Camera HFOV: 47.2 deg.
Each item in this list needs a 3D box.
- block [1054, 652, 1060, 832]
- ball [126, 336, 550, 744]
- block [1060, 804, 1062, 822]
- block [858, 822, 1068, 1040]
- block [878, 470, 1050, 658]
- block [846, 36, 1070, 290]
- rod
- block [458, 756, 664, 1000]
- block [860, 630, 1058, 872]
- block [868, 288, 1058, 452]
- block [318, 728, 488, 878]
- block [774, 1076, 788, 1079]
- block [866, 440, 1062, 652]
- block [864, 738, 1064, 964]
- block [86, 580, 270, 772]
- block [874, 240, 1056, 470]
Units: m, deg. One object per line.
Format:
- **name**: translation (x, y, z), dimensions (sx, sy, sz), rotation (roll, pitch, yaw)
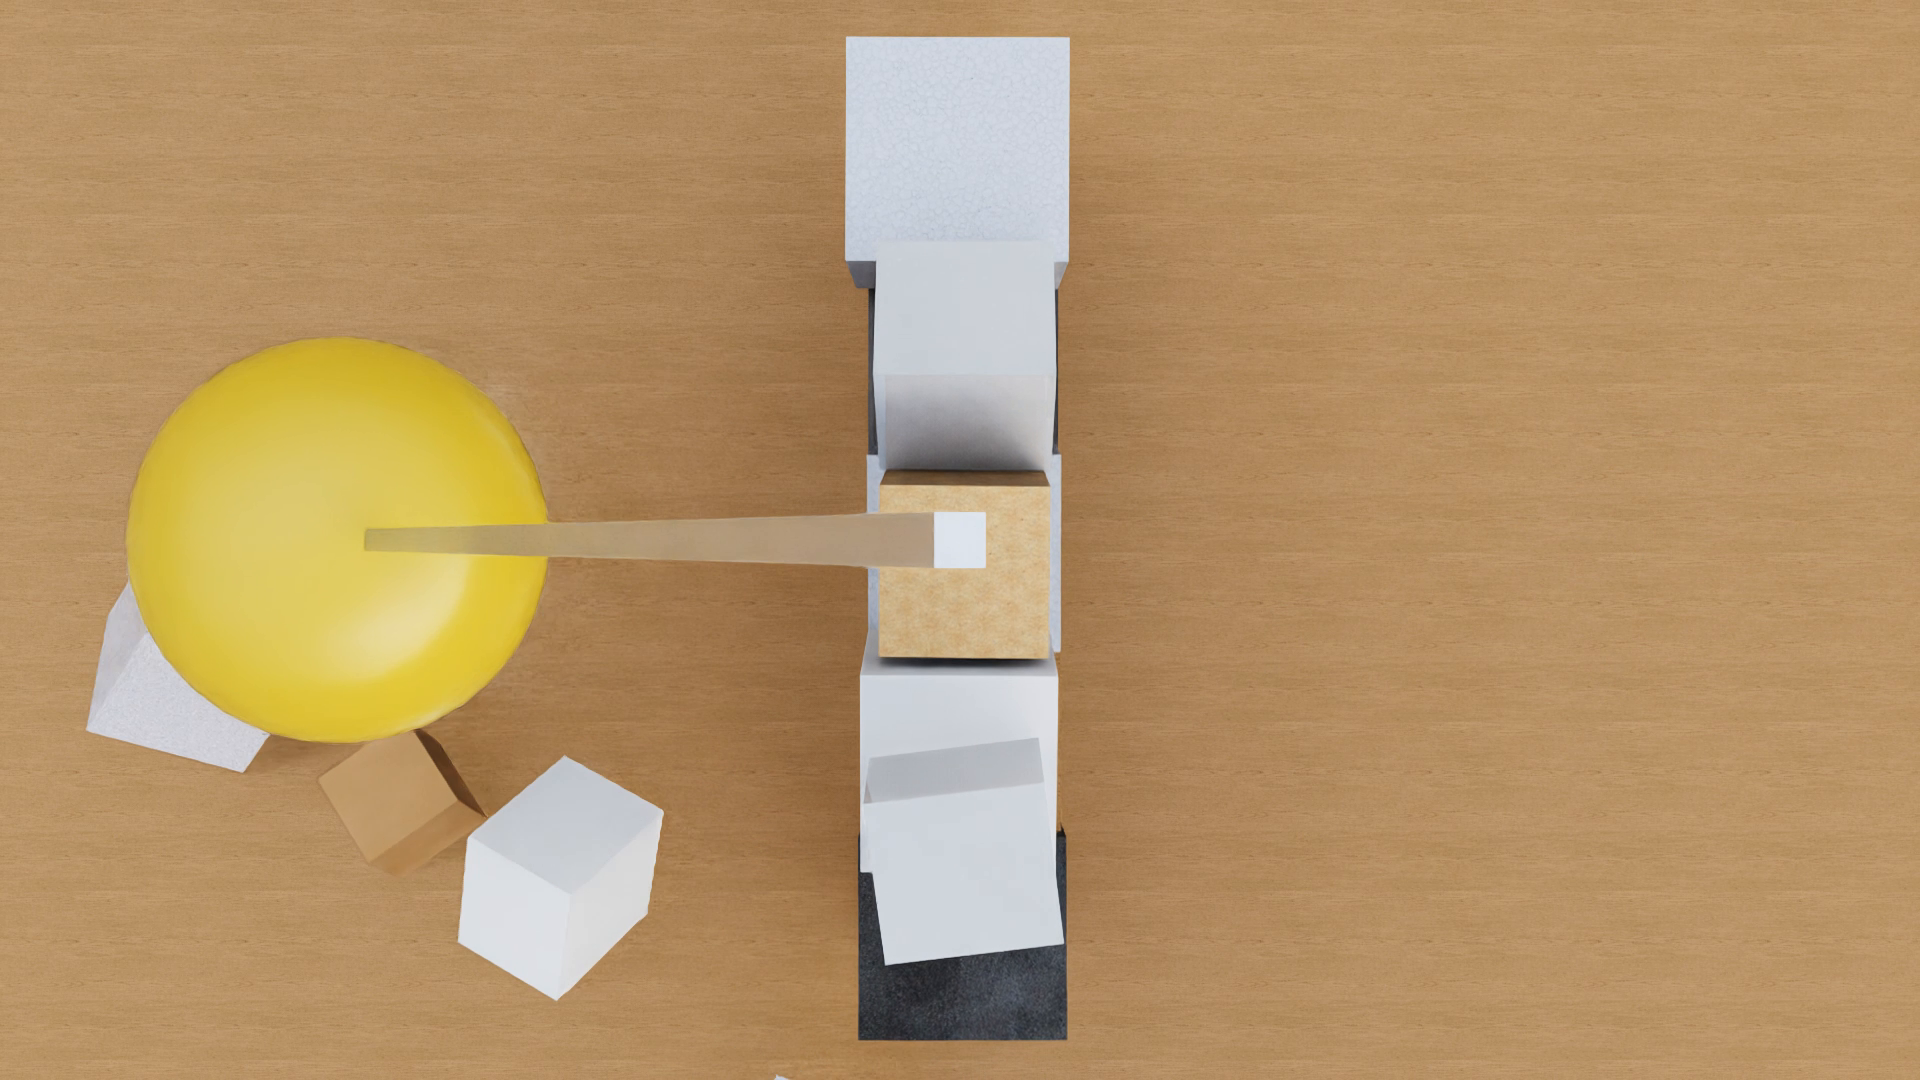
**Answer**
- **block**: translation (0.016, 0.981, 11.659), dimensions (0.991, 1.013, 0.937), rotation (0, 94, 0)
- **ball**: translation (-2.425, 0.000, 8.640), dimensions (1.600, 1.600, 1.600), rotation (0, 90, 0)
- **block**: translation (0.008, 1.920, 12.409), dimensions (1.084, 1.182, 0.961), rotation (0, 90, 0)
- **block**: translation (0.013, 1.992, 11.398), dimensions (1.041, 0.841, 1.014), rotation (0, 90, 0)
- **block**: translation (0.021, 0.099, 10.543), dimensions (0.785, 0.851, 0.798), rotation (0, 97, 0)
- **block**: translation (-0.013, -1.904, 11.301), dimensions (1.089, 1.176, 1.091), rotation (0, 90, 0)
- **rod**: translation (-1.051, 0.000, 5.530), dimensions (0.080, 5.200, 0.080), rotation (0, 90, -24)
- **block**: translation (-1.924, 1.622, 10.603), dimensions (0.591, 0.734, 0.710), rotation (26, 127, 17)
- **block**: translation (-0.007, 1.001, 10.633), dimensions (0.909, 0.933, 0.947), rotation (0, 101, 0)
- **block**: translation (0.018, -0.850, 12.481), dimensions (1.033, 1.038, 1.138), rotation (0, 90, 0)
- **block**: translation (-3.084, 1.439, 12.198), dimensions (0.572, 0.574, 0.559), rotation (-35, 73, -6)
- **block**: translation (-0.665, 3.365, 11.115), dimensions (0.751, 0.876, 0.784), rotation (8, 52, 37)
- **block**: translation (0.023, 0.010, 11.479), dimensions (0.964, 1.029, 0.990), rotation (0, 97, 0)
- **block**: translation (0.018, 1.383, 9.874), dimensions (0.787, 0.702, 0.737), rotation (-7, 101, 1)
- **block**: translation (-4.206, 0.600, 12.252), dimensions (0.880, 0.825, 0.918), rotation (21, 131, -29)
- **block**: translation (0.025, -0.893, 10.723), dimensions (0.848, 0.810, 0.788), rotation (0, 59, 0)
